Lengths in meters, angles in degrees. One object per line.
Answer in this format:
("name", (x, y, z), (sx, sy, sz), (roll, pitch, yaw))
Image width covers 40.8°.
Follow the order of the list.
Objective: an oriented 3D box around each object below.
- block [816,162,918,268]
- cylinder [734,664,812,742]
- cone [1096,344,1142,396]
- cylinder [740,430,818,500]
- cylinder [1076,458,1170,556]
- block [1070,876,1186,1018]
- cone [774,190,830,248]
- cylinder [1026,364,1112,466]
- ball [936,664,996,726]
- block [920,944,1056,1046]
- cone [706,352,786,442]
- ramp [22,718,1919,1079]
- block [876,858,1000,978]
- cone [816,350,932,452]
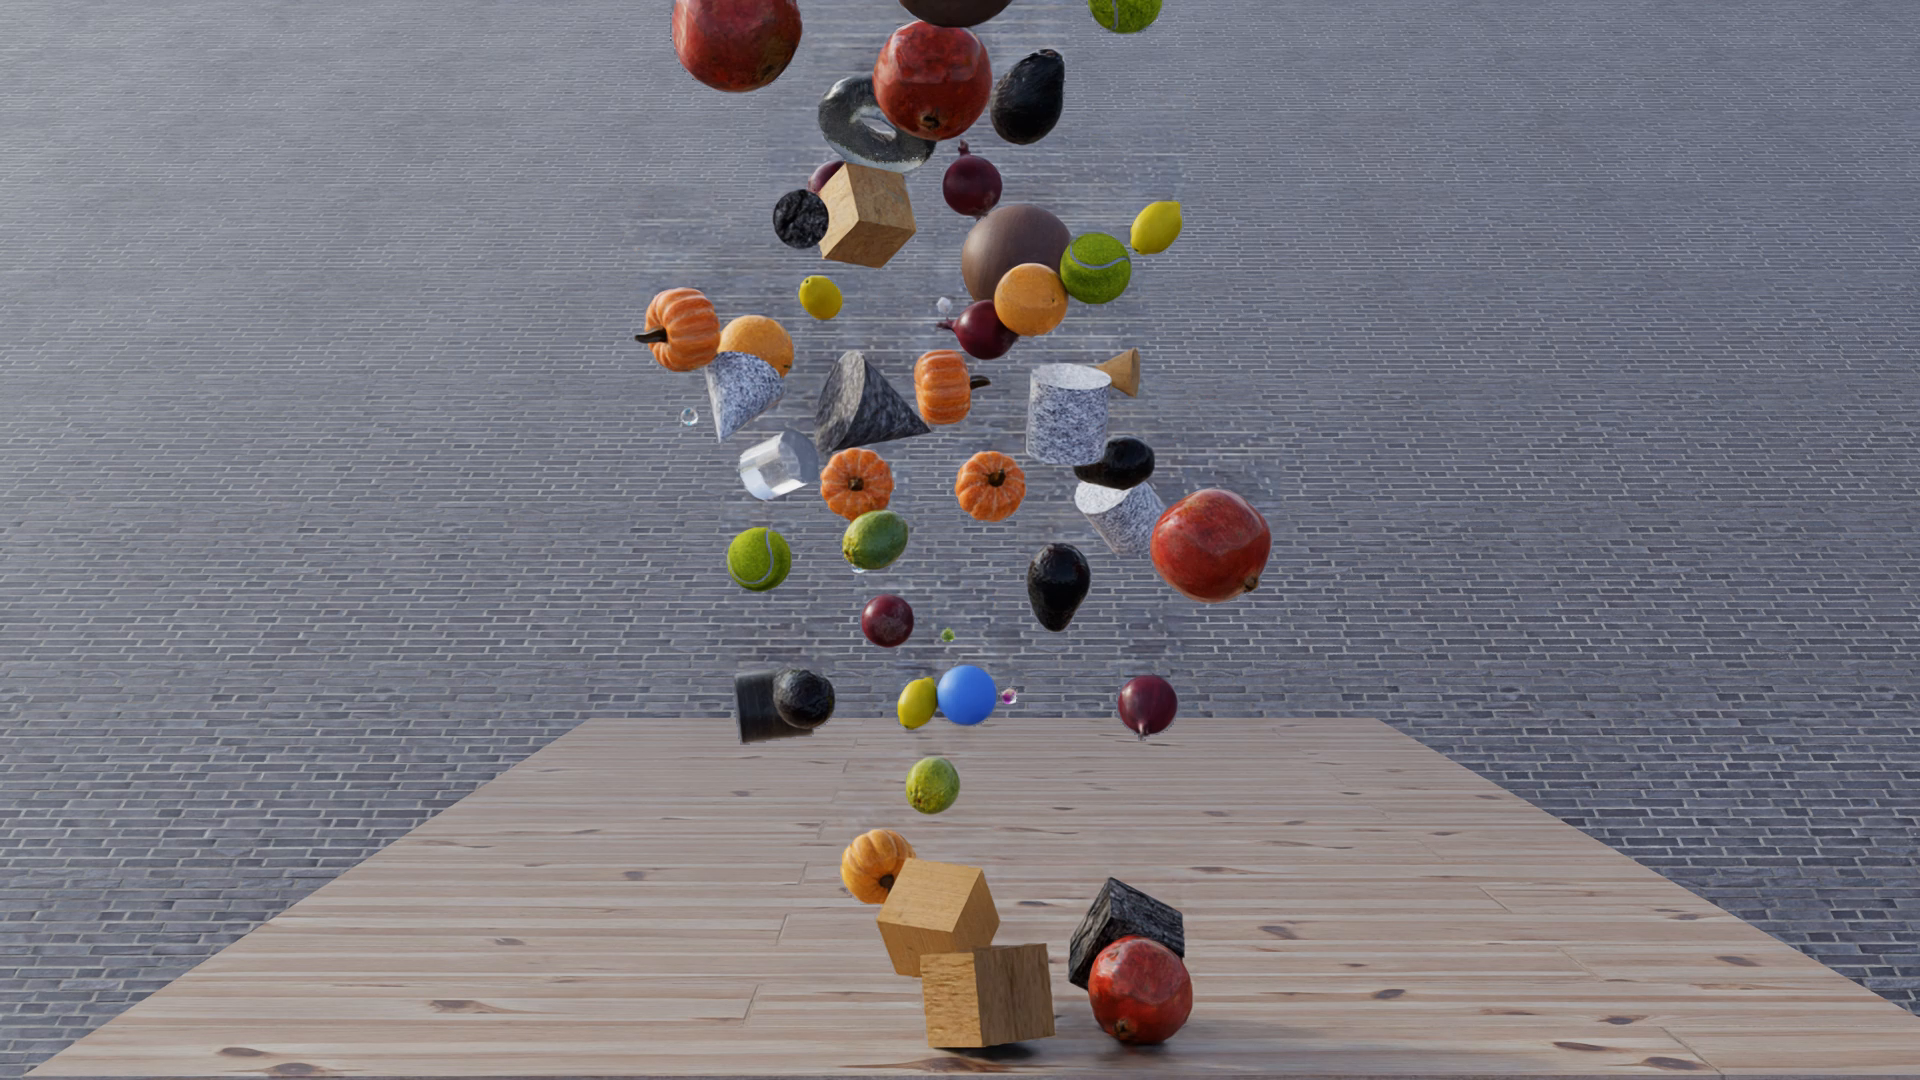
("block", (-0.094, -0.314, 2.498), (0.067, 0.067, 0.067), (6, 58, -36))
("cylinder", (-0.206, 0.180, 2.841), (0.077, 0.077, 0.077), (-7, 27, -7))
("cone", (0.164, -0.183, 2.822), (0.056, 0.056, 0.056), (-3, 24, 21))
("cylinder", (-0.193, -0.080, 2.749), (0.060, 0.060, 0.060), (-21, 11, 37))
("cylinder", (0.186, -0.037, 2.954), (0.080, 0.080, 0.080), (-23, 41, 21))
("block", (0.182, 0.446, 2.831), (0.092, 0.092, 0.092), (27, 19, -7))
("cone", (-0.137, -0.292, 2.345), (0.053, 0.053, 0.053), (6, 9, 12))
("cylinder", (0.110, -0.128, 2.639), (0.082, 0.082, 0.082), (4, 22, -1))
("ball", (0.007, 0.159, 2.648), (0.062, 0.062, 0.062), (0, 27, 0))
("block", (0.029, 0.477, 2.705), (0.096, 0.096, 0.096), (0, -9, -36))
("cone", (-0.208, -0.118, 2.361), (0.078, 0.078, 0.078), (8, 54, 15))
("ramp", (0.060, 0.544, 4.580), (2.000, 0.100, 4.000), (0, 1, 0))
("block", (-0.023, 0.425, 2.874), (0.092, 0.092, 0.092), (4, 44, 25))
("cone", (-0.068, -0.115, 2.396), (0.099, 0.099, 0.099), (17, 19, -25))
